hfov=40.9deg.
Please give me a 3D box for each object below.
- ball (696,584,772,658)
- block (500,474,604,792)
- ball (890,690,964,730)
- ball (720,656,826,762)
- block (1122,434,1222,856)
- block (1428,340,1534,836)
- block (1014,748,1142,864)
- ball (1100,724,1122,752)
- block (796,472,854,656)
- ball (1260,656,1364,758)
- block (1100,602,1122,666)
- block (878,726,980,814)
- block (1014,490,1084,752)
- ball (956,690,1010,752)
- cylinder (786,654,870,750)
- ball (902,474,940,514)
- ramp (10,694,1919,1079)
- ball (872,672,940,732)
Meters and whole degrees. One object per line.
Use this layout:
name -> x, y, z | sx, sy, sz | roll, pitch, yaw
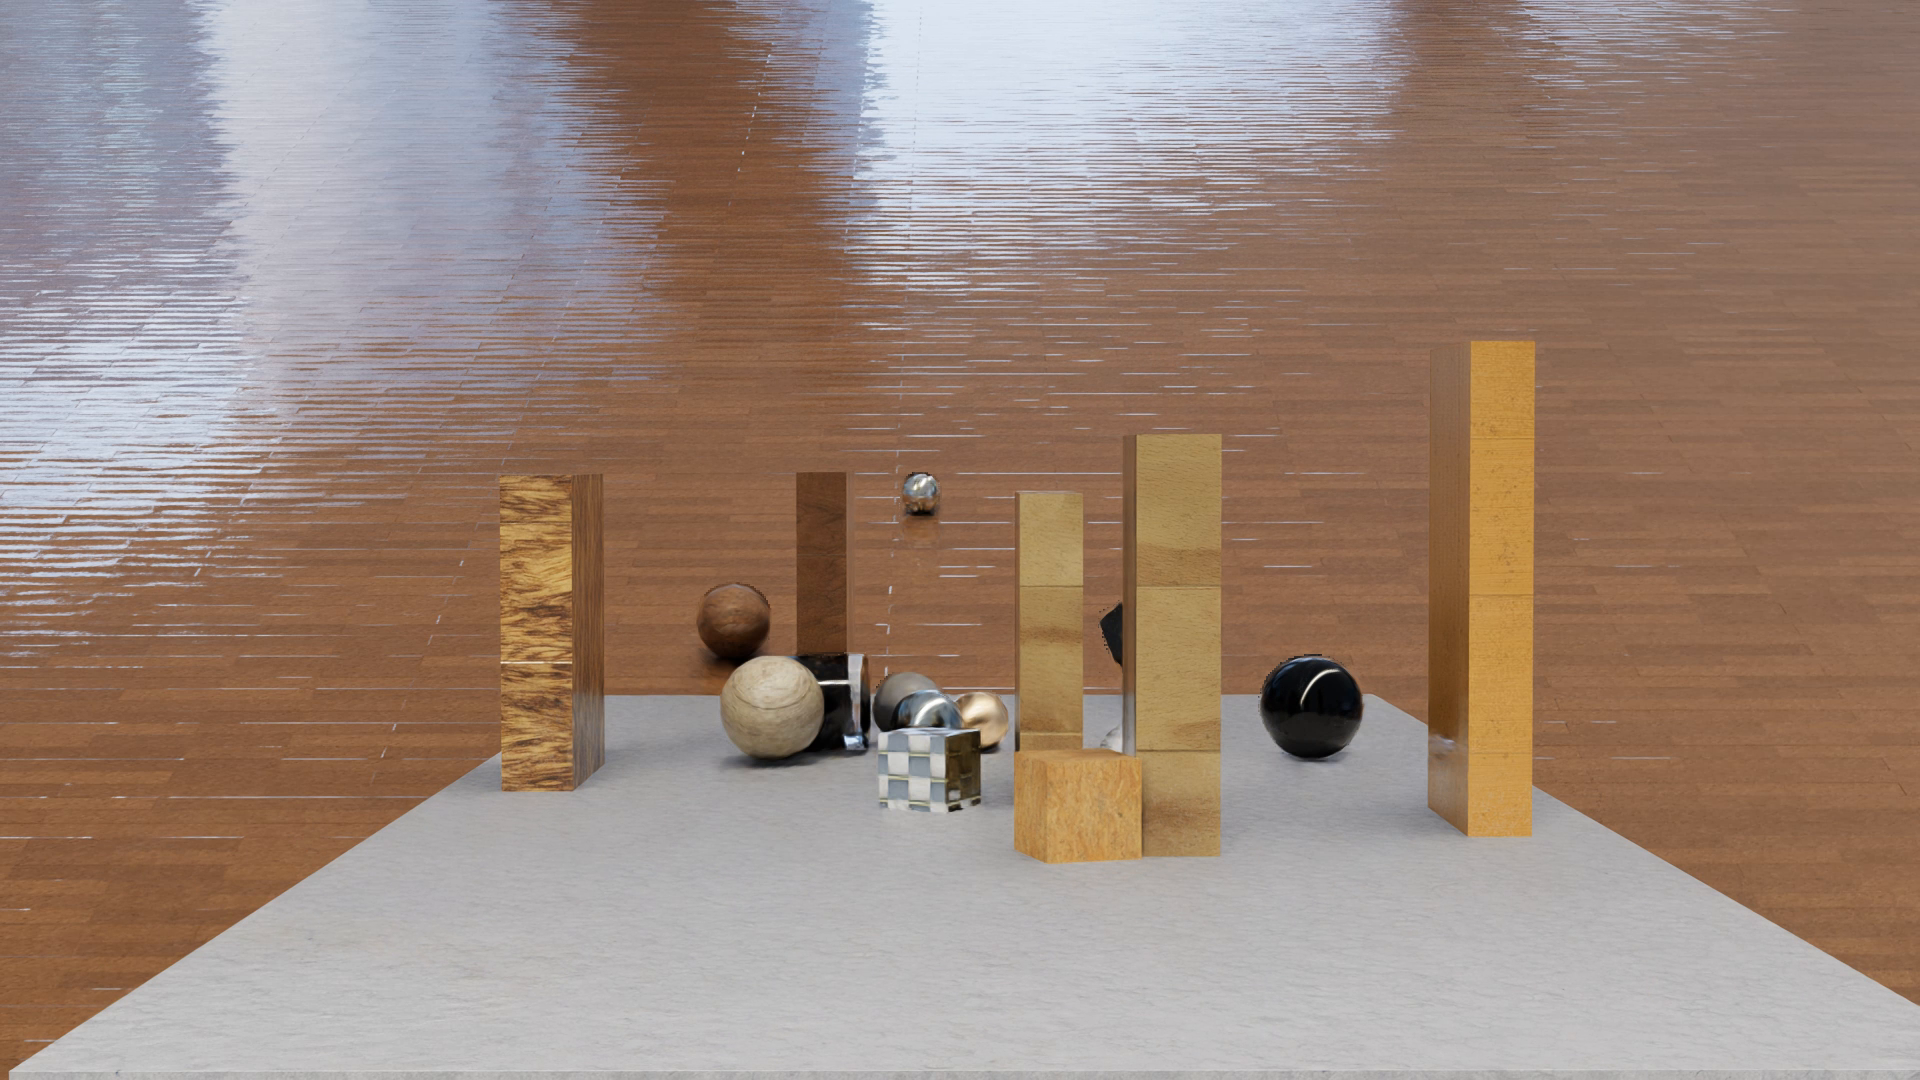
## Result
ball -> -0.606, 0.219, 6.914 | 0.199, 0.199, 0.199 | 0, 25, 0
block -> -0.766, 0.163, 4.871 | 0.129, 0.573, 0.423 | 0, 2, 0
ball -> -0.066, 0.369, 5.120 | 0.144, 0.144, 0.144 | 0, 25, 0
ball -> -0.371, 0.332, 5.089 | 0.209, 0.209, 0.209 | 0, 25, 0
block -> 0.331, 0.155, 4.061 | 0.128, 0.640, 0.327 | 0, 2, 0
block -> 0.860, 0.073, 4.270 | 0.102, 0.789, 0.350 | 0, 2, 0
block -> 0.179, 0.404, 3.933 | 0.151, 0.151, 0.151 | -1, 2, -18
ball -> 0.315, 0.385, 4.457 | 0.154, 0.154, 0.154 | 0, 25, 0
block -> -0.289, 0.138, 5.592 | 0.105, 0.573, 0.417 | 0, 2, 0
ball -> 0.705, 0.336, 5.166 | 0.205, 0.205, 0.205 | 0, 25, 0
block -> 0.478, 0.243, 6.558 | 0.153, 0.153, 0.153 | 33, 23, -34
block -> -0.052, 0.397, 4.470 | 0.130, 0.130, 0.130 | 1, 2, 28
block -> 0.157, 0.186, 4.619 | 0.108, 0.542, 0.387 | 0, 2, 0
ball -> 0.040, 0.372, 5.299 | 0.124, 0.124, 0.124 | 0, 25, 0
cylinder -> -0.292, 0.334, 5.287 | 0.198, 0.198, 0.198 | -1, 24, 4
ball -> -0.118, -0.141, 7.795 | 0.119, 0.119, 0.119 | 0, 25, 0
ramp -> 0.056, 0.509, 4.552 | 2.000, 0.100, 4.000 | 0, 2, 0
ball -> -0.108, 0.354, 5.428 | 0.152, 0.152, 0.152 | 0, 25, 0
